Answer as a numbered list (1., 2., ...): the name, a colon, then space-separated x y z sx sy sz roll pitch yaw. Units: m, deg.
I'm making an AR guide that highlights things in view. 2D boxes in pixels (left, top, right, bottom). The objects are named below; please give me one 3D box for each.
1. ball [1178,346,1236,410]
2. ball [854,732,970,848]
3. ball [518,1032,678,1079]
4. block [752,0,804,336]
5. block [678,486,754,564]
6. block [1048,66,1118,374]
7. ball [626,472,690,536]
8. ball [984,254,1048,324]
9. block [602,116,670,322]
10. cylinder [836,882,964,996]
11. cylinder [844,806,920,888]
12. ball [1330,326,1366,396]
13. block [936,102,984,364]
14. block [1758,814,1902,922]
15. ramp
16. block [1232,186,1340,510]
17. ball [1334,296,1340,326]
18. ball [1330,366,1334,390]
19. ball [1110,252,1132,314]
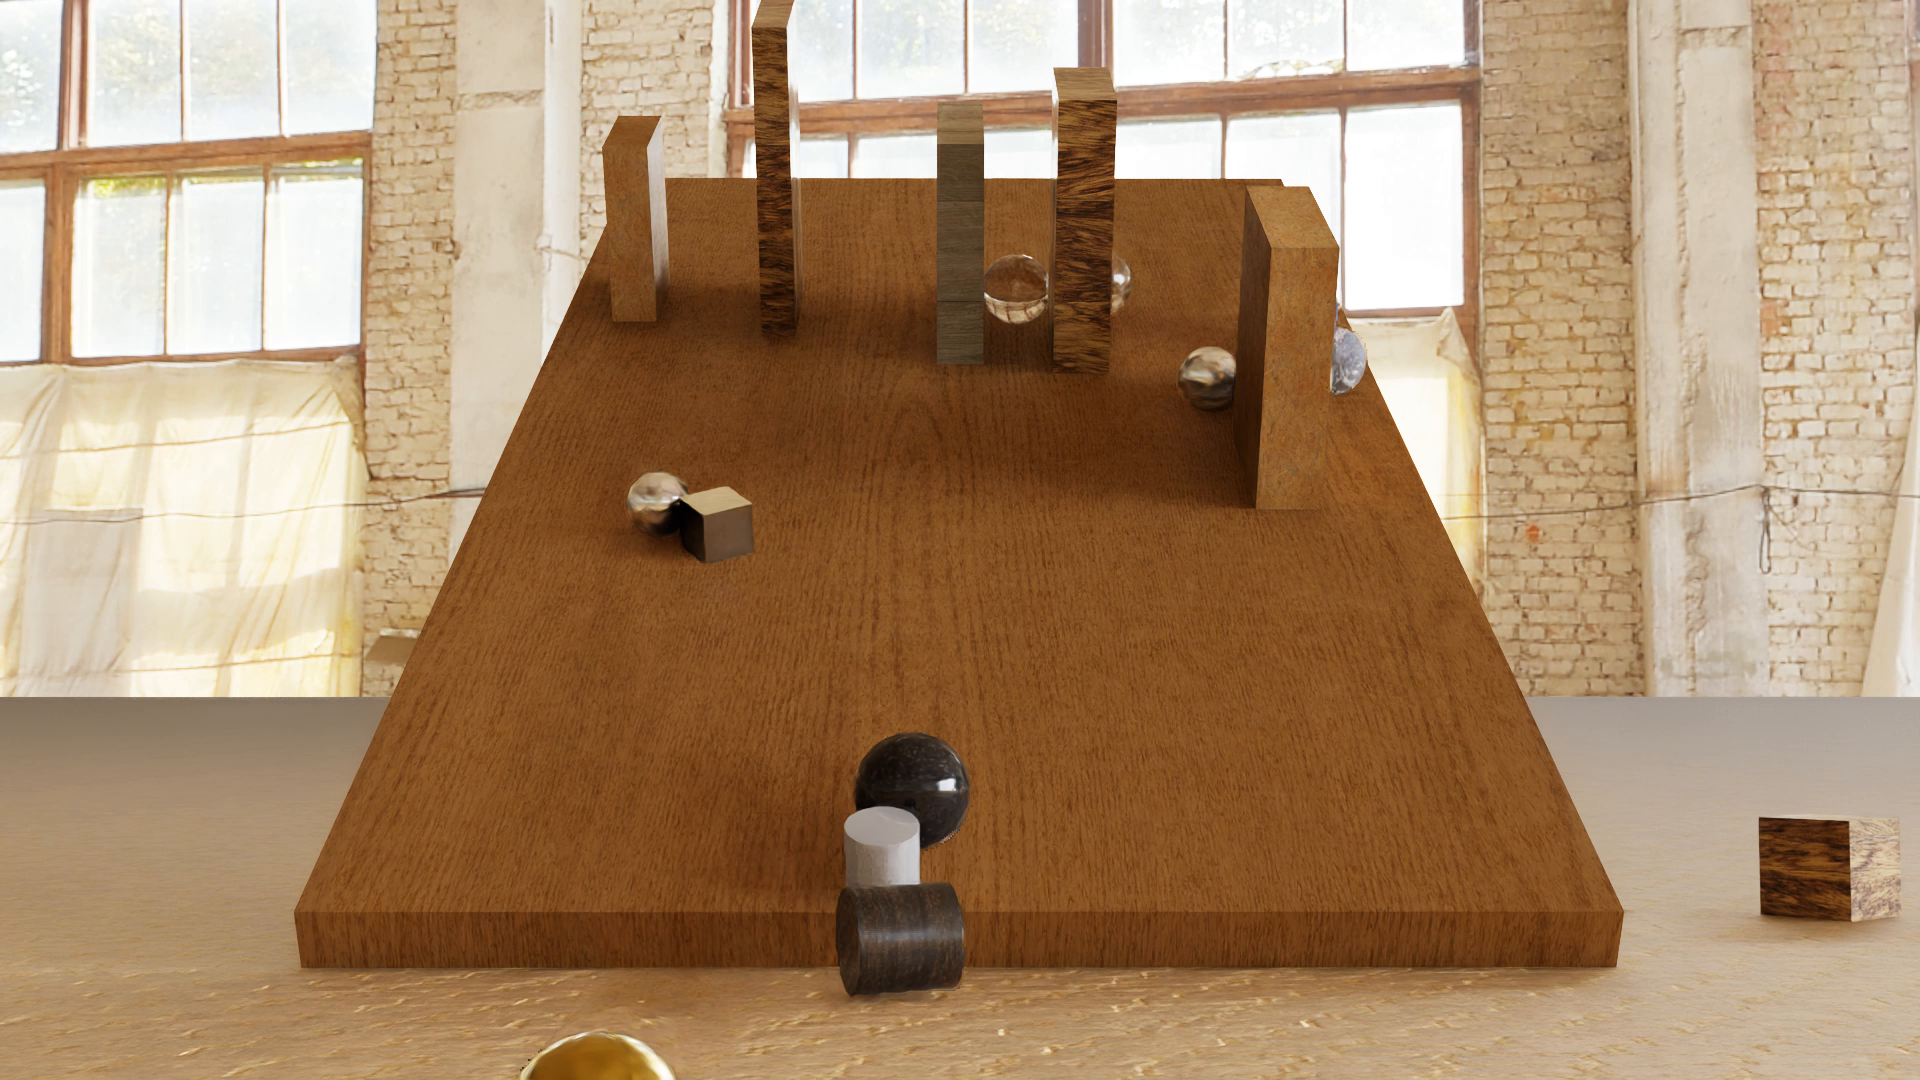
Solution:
1. ball: 0.574 -0.372 5.368 0.147 0.147 0.147 0 -4 0
2. ball: -0.075 0.391 3.656 0.184 0.184 0.184 0 -4 0
3. ball: -0.291 0.468 1.871 0.146 0.146 0.146 0 -4 0
4. block: -0.453 -0.935 5.840 0.084 0.772 0.364 0 25 0
5. block: -0.486 -0.030 4.663 0.107 0.107 0.107 -15 29 -29
6. block: 0.290 -0.769 5.613 0.134 0.664 0.326 0 25 0
7. ball: -0.609 -0.074 4.730 0.131 0.131 0.131 0 -4 0
8. ball: 0.143 -0.632 5.898 0.177 0.177 0.177 0 -4 0
9. block: -0.827 -0.826 5.985 0.111 0.452 0.314 0 25 0
10. cylinder: -0.083 0.542 3.179 0.144 0.144 0.144 -1 -3 -16
11. cylinder: -0.118 0.482 3.541 0.114 0.114 0.114 0 25 0
12. ball: 0.867 -0.418 5.453 0.163 0.163 0.163 0 -4 0
13. block: 0.000 -0.756 5.726 0.112 0.545 0.396 0 25 0
14. block: 1.633 0.612 4.384 0.182 0.182 0.182 3 -5 -40
15. ramp: -0.009 -0.229 5.349 2.000 0.100 4.000 0 25 0
16. block: 0.685 -0.414 4.956 0.136 0.567 0.441 0 25 0
17. ball: 0.829 -0.567 5.732 0.199 0.199 0.199 0 -4 0
18. ball: 0.753 -0.376 5.322 0.195 0.195 0.195 0 -4 0
19. ball: 0.348 -0.654 5.943 0.178 0.178 0.178 0 -4 0
